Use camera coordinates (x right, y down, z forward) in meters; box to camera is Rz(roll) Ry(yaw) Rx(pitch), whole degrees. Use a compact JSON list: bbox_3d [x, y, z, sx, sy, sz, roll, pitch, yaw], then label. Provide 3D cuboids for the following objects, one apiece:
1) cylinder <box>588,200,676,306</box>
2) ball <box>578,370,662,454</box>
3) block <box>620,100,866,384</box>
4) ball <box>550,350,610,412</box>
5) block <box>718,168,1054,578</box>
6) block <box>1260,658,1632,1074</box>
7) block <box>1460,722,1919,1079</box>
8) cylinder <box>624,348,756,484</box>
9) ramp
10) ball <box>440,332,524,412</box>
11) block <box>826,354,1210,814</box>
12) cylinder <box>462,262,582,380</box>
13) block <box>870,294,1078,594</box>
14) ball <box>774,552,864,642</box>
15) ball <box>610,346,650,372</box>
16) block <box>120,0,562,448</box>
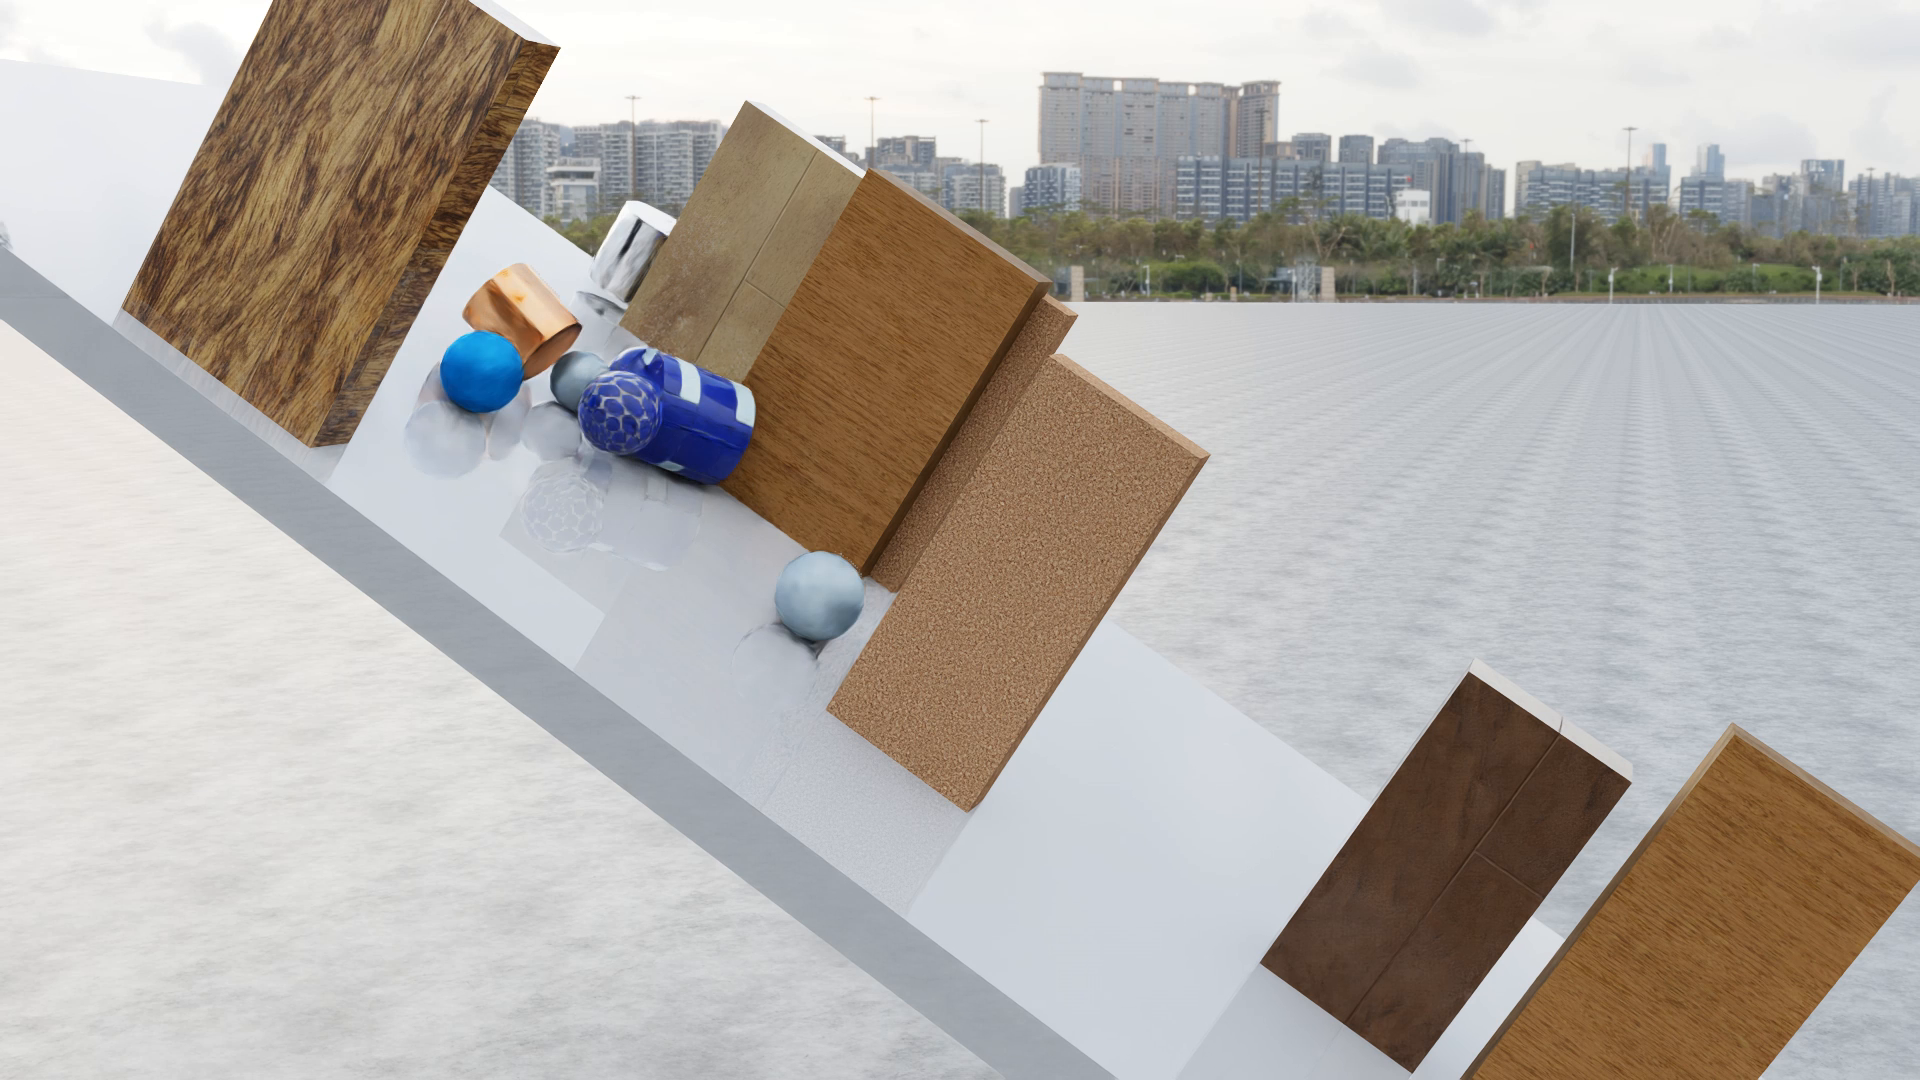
[{"bbox_3d":[-0.724,-0.647,5.025,0.186,0.186,0.186,30,16,-10],"label":"cylinder"},{"bbox_3d":[-0.613,-0.230,3.968,0.151,0.151,0.151,0,7,0],"label":"ball"},{"bbox_3d":[-0.426,-0.601,4.832,0.424,0.576,0.102,35,15,10],"label":"block"},{"bbox_3d":[-0.722,-0.302,4.185,0.117,0.117,0.117,0,7,0],"label":"ball"},{"bbox_3d":[-0.173,-0.315,4.229,0.394,0.681,0.108,35,15,10],"label":"block"},{"bbox_3d":[0.798,0.535,3.625,0.303,0.607,0.139,35,15,10],"label":"block"},{"bbox_3d":[1.120,0.698,3.437,0.335,0.771,0.098,35,15,10],"label":"block"},{"bbox_3d":[-0.532,-0.233,4.179,0.204,0.204,0.204,22,-7,-35],"label":"cylinder"},{"bbox_3d":[-0.135,0.227,4.104,4.000,0.100,2.000,35,15,10],"label":"ramp"},{"bbox_3d":[-0.842,-0.296,3.871,0.144,0.144,0.144,0,7,0],"label":"ball"},{"bbox_3d":[0.087,0.071,3.510,0.287,0.689,0.088,35,15,10],"label":"block"},{"bbox_3d":[-0.829,-0.413,4.164,0.158,0.158,0.158,-42,-4,-4],"label":"cylinder"},{"bbox_3d":[-0.082,-0.255,4.291,0.326,0.646,0.083,35,15,10],"label":"block"},{"bbox_3d":[-0.243,0.097,3.804,0.155,0.155,0.155,0,7,0],"label":"ball"},{"bbox_3d":[-0.630,-0.315,4.361,0.140,0.140,0.140,0,7,0],"label":"ball"},{"bbox_3d":[-0.951,-0.548,3.350,0.392,0.711,0.108,35,15,10],"label":"block"}]
